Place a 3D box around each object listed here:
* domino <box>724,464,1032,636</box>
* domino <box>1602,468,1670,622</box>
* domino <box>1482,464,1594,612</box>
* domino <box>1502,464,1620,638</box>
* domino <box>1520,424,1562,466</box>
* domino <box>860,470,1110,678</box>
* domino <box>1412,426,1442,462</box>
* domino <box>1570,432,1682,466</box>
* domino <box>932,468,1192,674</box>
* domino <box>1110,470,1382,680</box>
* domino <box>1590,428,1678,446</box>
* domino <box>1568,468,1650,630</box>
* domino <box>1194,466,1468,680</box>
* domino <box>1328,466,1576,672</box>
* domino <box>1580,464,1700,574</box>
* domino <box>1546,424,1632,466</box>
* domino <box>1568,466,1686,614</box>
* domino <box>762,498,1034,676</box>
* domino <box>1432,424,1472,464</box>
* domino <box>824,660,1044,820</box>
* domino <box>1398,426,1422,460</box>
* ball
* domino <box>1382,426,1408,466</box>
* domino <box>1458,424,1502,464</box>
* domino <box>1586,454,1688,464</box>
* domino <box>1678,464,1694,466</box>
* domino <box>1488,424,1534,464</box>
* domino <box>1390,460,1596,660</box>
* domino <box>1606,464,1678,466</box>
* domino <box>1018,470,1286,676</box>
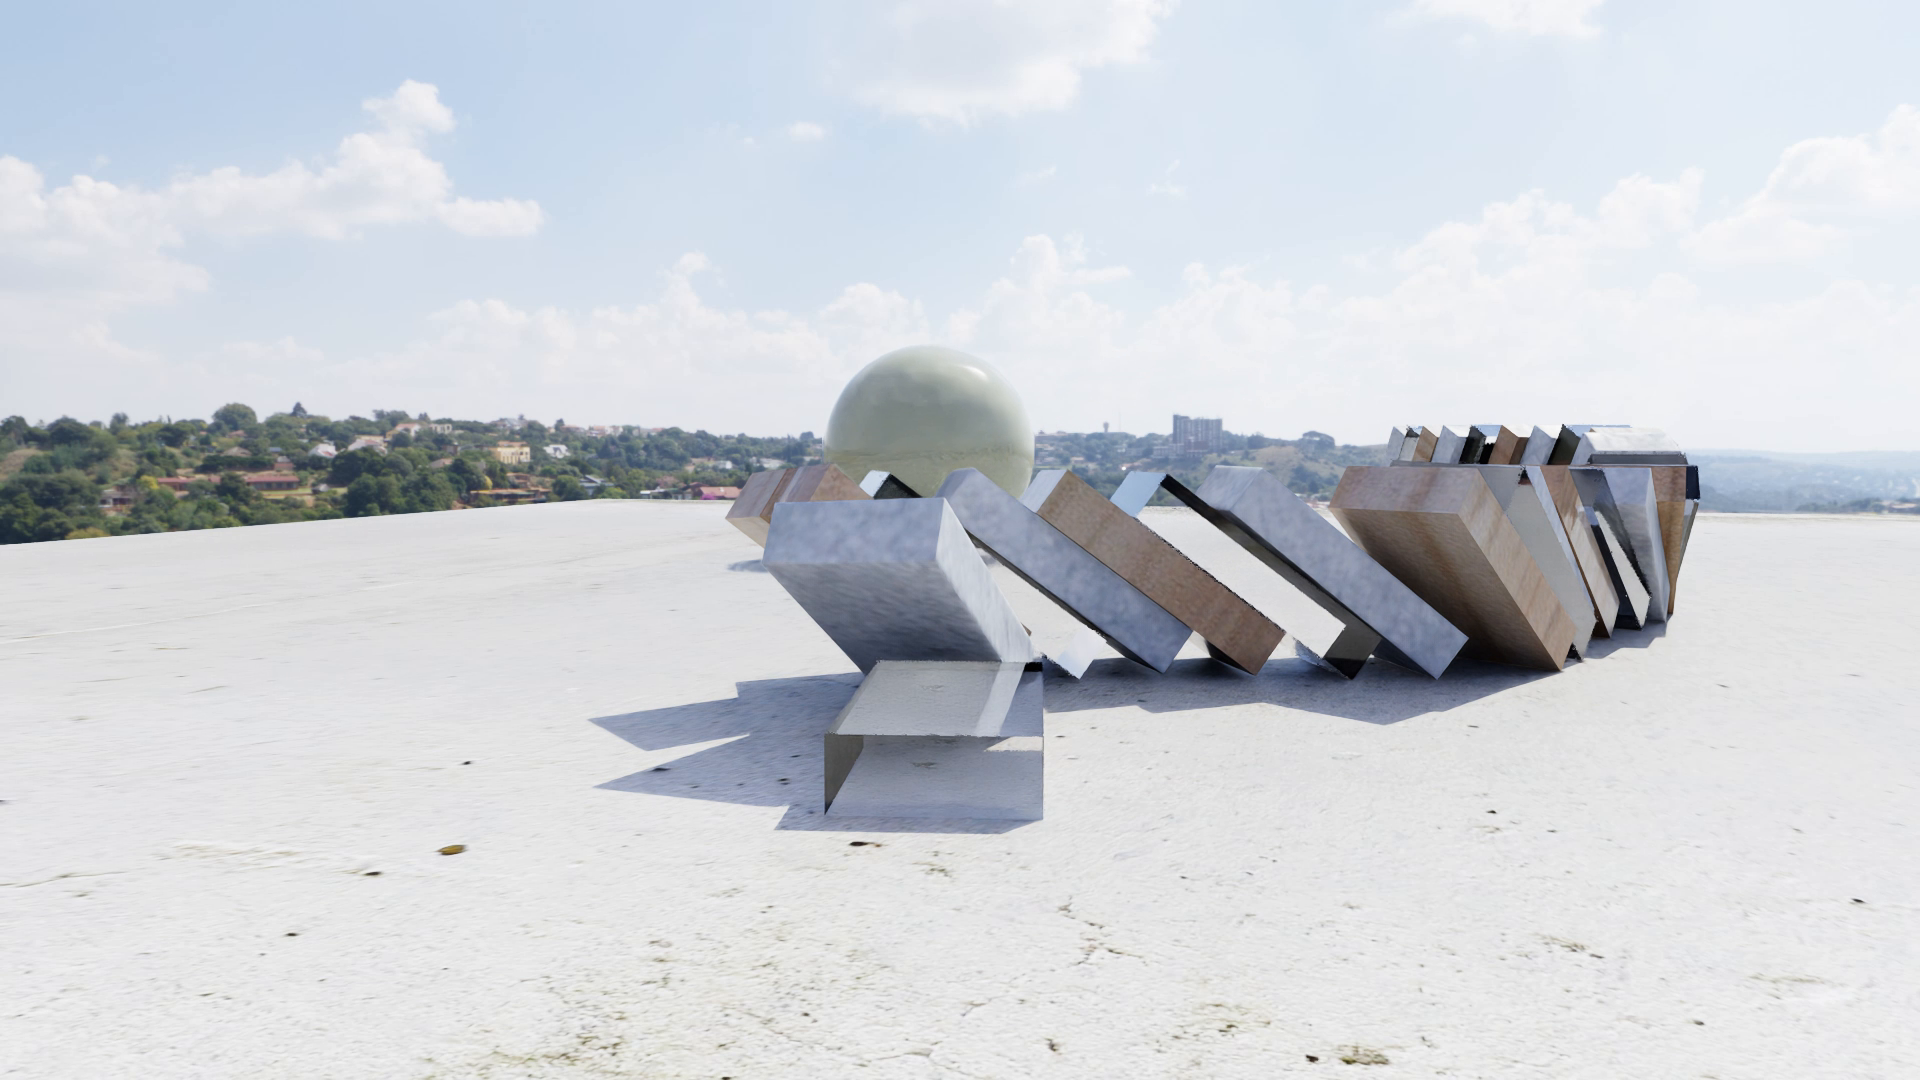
[{"bbox_3d":[-0.014,0.006,0.221,0.050,0.009,0.025,41,-25,-30],"label":"domino"},{"bbox_3d":[0.148,0.002,0.298,0.025,0.009,0.050,3,-31,36],"label":"domino"},{"bbox_3d":[0.111,0.003,0.264,0.025,0.009,0.050,5,-31,42],"label":"domino"},{"bbox_3d":[0.122,0.003,0.275,0.025,0.010,0.050,4,-32,42],"label":"domino"},{"bbox_3d":[0.197,-0.014,0.429,0.025,0.050,0.009,-1,32,-15],"label":"domino"},{"bbox_3d":[0.002,0.006,0.240,0.050,0.010,0.025,37,-4,-12],"label":"domino"},{"bbox_3d":[0.175,-0.017,0.468,0.025,0.050,0.010,-1,31,-15],"label":"domino"},{"bbox_3d":[0.196,-0.010,0.390,0.025,0.050,0.009,0,41,0],"label":"domino"},{"bbox_3d":[0.018,0.005,0.240,0.050,0.010,0.025,36,-4,-8],"label":"domino"},{"bbox_3d":[0.052,0.006,0.240,0.050,0.009,0.025,36,-1,-8],"label":"domino"},{"bbox_3d":[0.203,-0.012,0.406,0.025,0.050,0.009,-1,37,-15],"label":"domino"},{"bbox_3d":[0.135,0.002,0.287,0.025,0.009,0.050,4,-31,42],"label":"domino"},{"bbox_3d":[0.068,0.005,0.240,0.050,0.009,0.025,38,-1,-9],"label":"domino"},{"bbox_3d":[0.092,0.006,0.237,0.025,0.010,0.050,5,-31,50],"label":"domino"},{"bbox_3d":[0.169,-0.001,0.325,0.025,0.009,0.050,2,-32,22],"label":"domino"},{"bbox_3d":[0.201,-0.013,0.419,0.025,0.050,0.009,-1,32,-14],"label":"domino"},{"bbox_3d":[0.160,0.000,0.311,0.025,0.009,0.050,3,-31,27],"label":"domino"},{"bbox_3d":[-0.007,0.010,0.193,0.025,0.009,0.050,-1,-28,18],"label":"domino"},{"bbox_3d":[0.178,-0.016,0.457,0.025,0.050,0.009,-1,31,-15],"label":"domino"},{"bbox_3d":[-0.002,0.025,0.171,0.025,0.010,0.050,0,4,3],"label":"domino"},{"bbox_3d":[0.173,-0.018,0.478,0.025,0.050,0.009,-1,31,-15],"label":"domino"},{"bbox_3d":[-0.012,-0.034,0.487,0.080,0.080,0.080,0,4,0],"label":"ball"},{"bbox_3d":[0.171,-0.019,0.488,0.025,0.050,0.009,-1,31,-15],"label":"domino"},{"bbox_3d":[0.184,-0.016,0.448,0.025,0.050,0.009,-1,31,-15],"label":"domino"},{"bbox_3d":[0.190,-0.005,0.373,0.025,0.009,0.050,1,-36,5],"label":"domino"},{"bbox_3d":[0.184,-0.003,0.357,0.025,0.010,0.050,1,-32,12],"label":"domino"},{"bbox_3d":[0.191,-0.015,0.439,0.025,0.050,0.010,-1,31,-15],"label":"domino"},{"bbox_3d":[0.102,0.004,0.248,0.025,0.010,0.050,8,-29,46],"label":"domino"},{"bbox_3d":[0.177,-0.002,0.341,0.025,0.009,0.050,1,-32,18],"label":"domino"},{"bbox_3d":[0.035,0.005,0.241,0.050,0.009,0.025,36,-2,-7],"label":"domino"}]
